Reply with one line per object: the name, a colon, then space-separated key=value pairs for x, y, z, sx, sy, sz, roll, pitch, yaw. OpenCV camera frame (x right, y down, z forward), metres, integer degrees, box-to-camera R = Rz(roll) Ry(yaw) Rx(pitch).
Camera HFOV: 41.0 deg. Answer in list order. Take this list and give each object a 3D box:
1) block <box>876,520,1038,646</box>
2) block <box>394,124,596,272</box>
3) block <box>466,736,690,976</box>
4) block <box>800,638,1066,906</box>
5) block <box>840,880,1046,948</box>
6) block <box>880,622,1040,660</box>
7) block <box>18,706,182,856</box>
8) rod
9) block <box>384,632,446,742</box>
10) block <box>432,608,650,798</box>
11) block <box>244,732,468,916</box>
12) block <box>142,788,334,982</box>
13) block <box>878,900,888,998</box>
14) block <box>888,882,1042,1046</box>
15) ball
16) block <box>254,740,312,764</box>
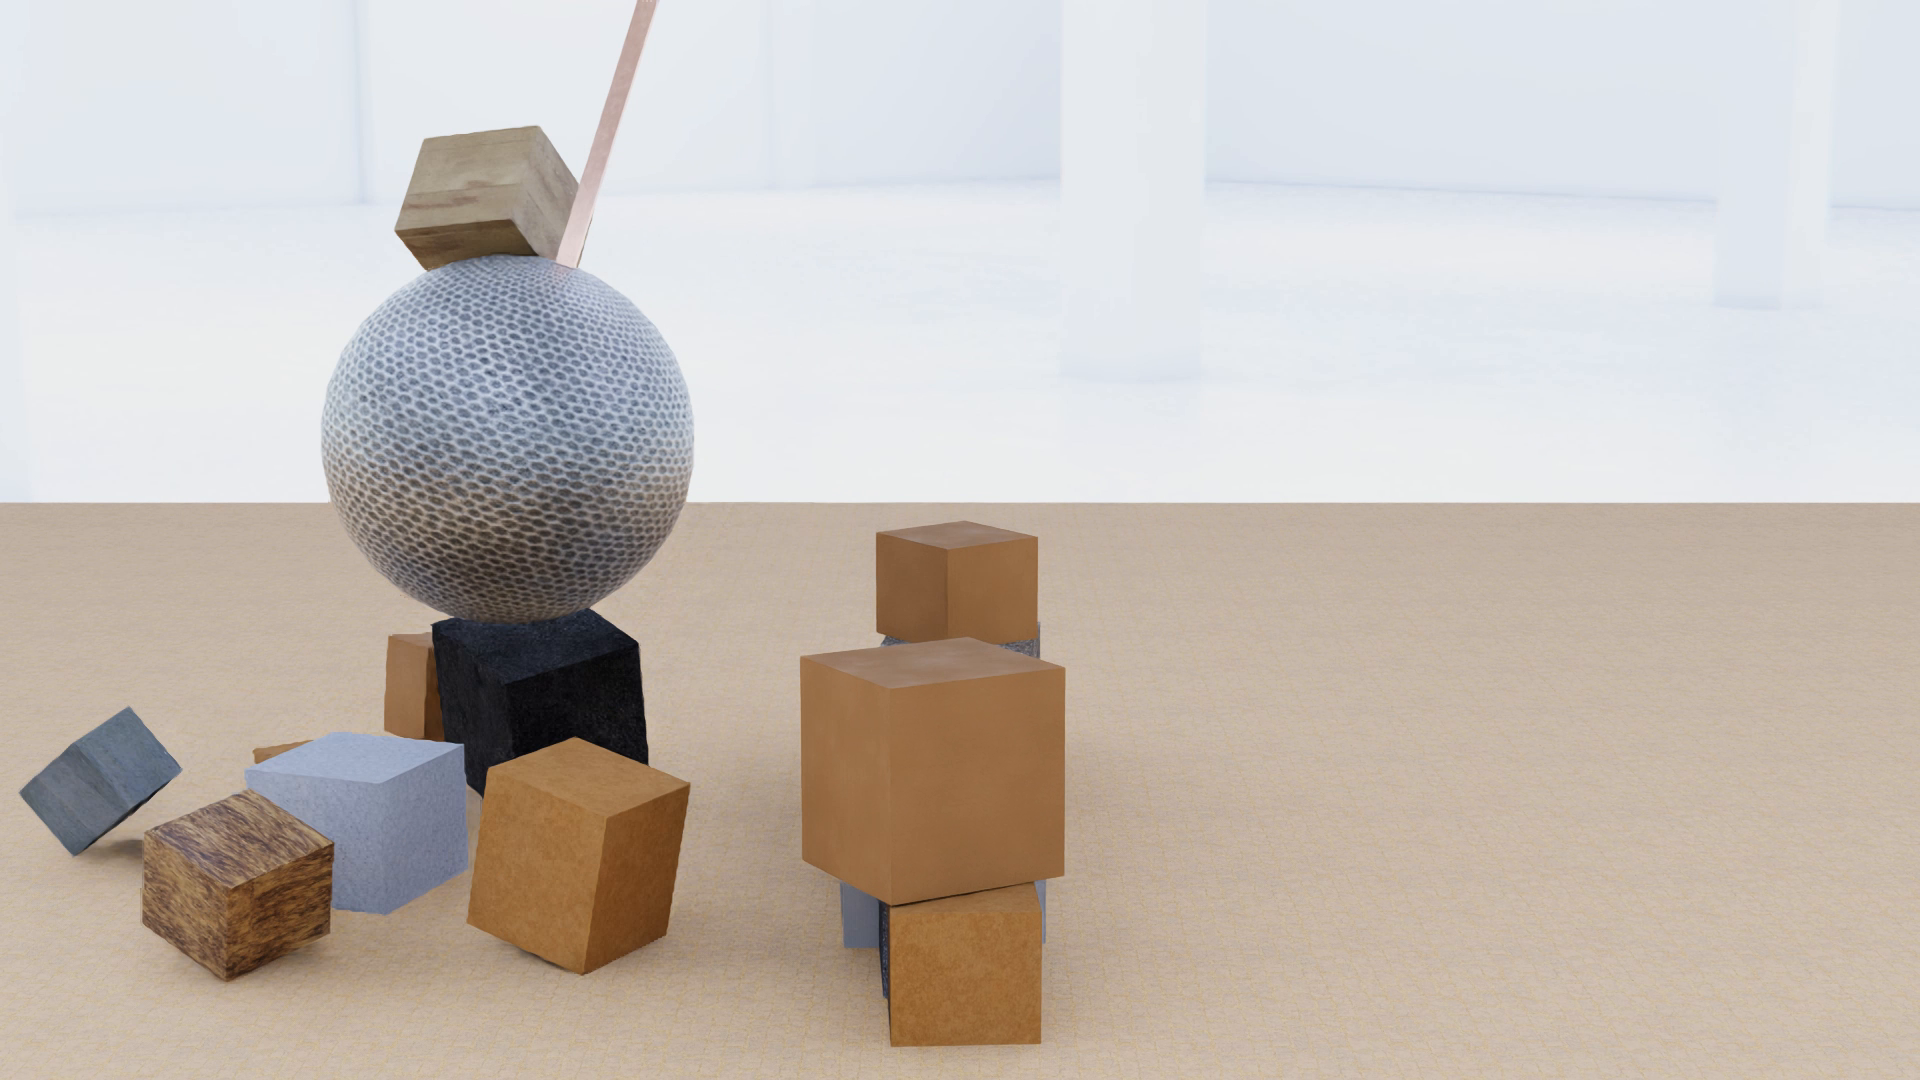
block: x=-0.018 y=0.228 z=12.992 sx=0.570 sy=0.520 sz=0.601 roll=-8 pitch=13 yaw=-37
block: x=-2.084 y=-1.446 z=11.544 sx=0.588 sy=0.529 sz=0.579 roll=-3 pitch=-33 yaw=20
block: x=-1.543 y=1.268 z=10.388 sx=0.594 sy=0.681 sz=0.563 roll=18 pitch=18 yaw=26
block: x=-0.109 y=0.859 z=9.775 sx=0.752 sy=0.806 sz=0.709 roll=-5 pitch=10 yaw=-30
block: x=-0.089 y=1.230 z=10.798 sx=0.824 sy=0.716 sz=0.818 roll=-1 pitch=10 yaw=-4
block: x=0.001 y=0.830 z=13.068 sx=0.756 sy=0.691 sz=0.811 roll=1 pitch=10 yaw=6
block: x=-3.918 y=1.101 z=11.709 sx=0.444 sy=0.385 sz=0.421 roll=-37 pitch=5 yaw=26
rod: x=-0.843 y=-3.597 z=10.526 sx=0.080 sy=5.200 sz=0.080 roll=19 pitch=10 yaw=-3
block: x=-2.597 y=0.737 z=12.848 sx=0.409 sy=0.485 sz=0.382 roll=-2 pitch=10 yaw=-42
block: x=-2.016 y=0.801 z=12.353 sx=0.688 sy=0.780 sz=0.811 roll=-17 pitch=28 yaw=-31
block: x=-2.626 y=1.225 z=11.217 sx=0.666 sy=0.576 sz=0.683 roll=4 pitch=11 yaw=20
block: x=-2.866 y=1.364 z=10.188 sx=0.515 sy=0.438 sz=0.511 roll=25 pitch=30 yaw=30
block: x=-0.028 y=1.467 z=10.128 sx=0.569 sy=0.489 sz=0.586 roll=-1 pitch=10 yaw=-3
block: x=0.010 y=1.558 z=9.584 sx=0.551 sy=0.505 sz=0.489 roll=-1 pitch=10 yaw=-3
ball: x=-1.946 y=-0.432 z=11.102 sx=1.600 sy=1.600 sz=1.600 roll=0 pitch=10 yaw=0
block: x=-3.082 y=1.165 z=12.035 sx=0.309 sy=0.373 sz=0.376 roll=-8 pitch=8 yaw=-36
